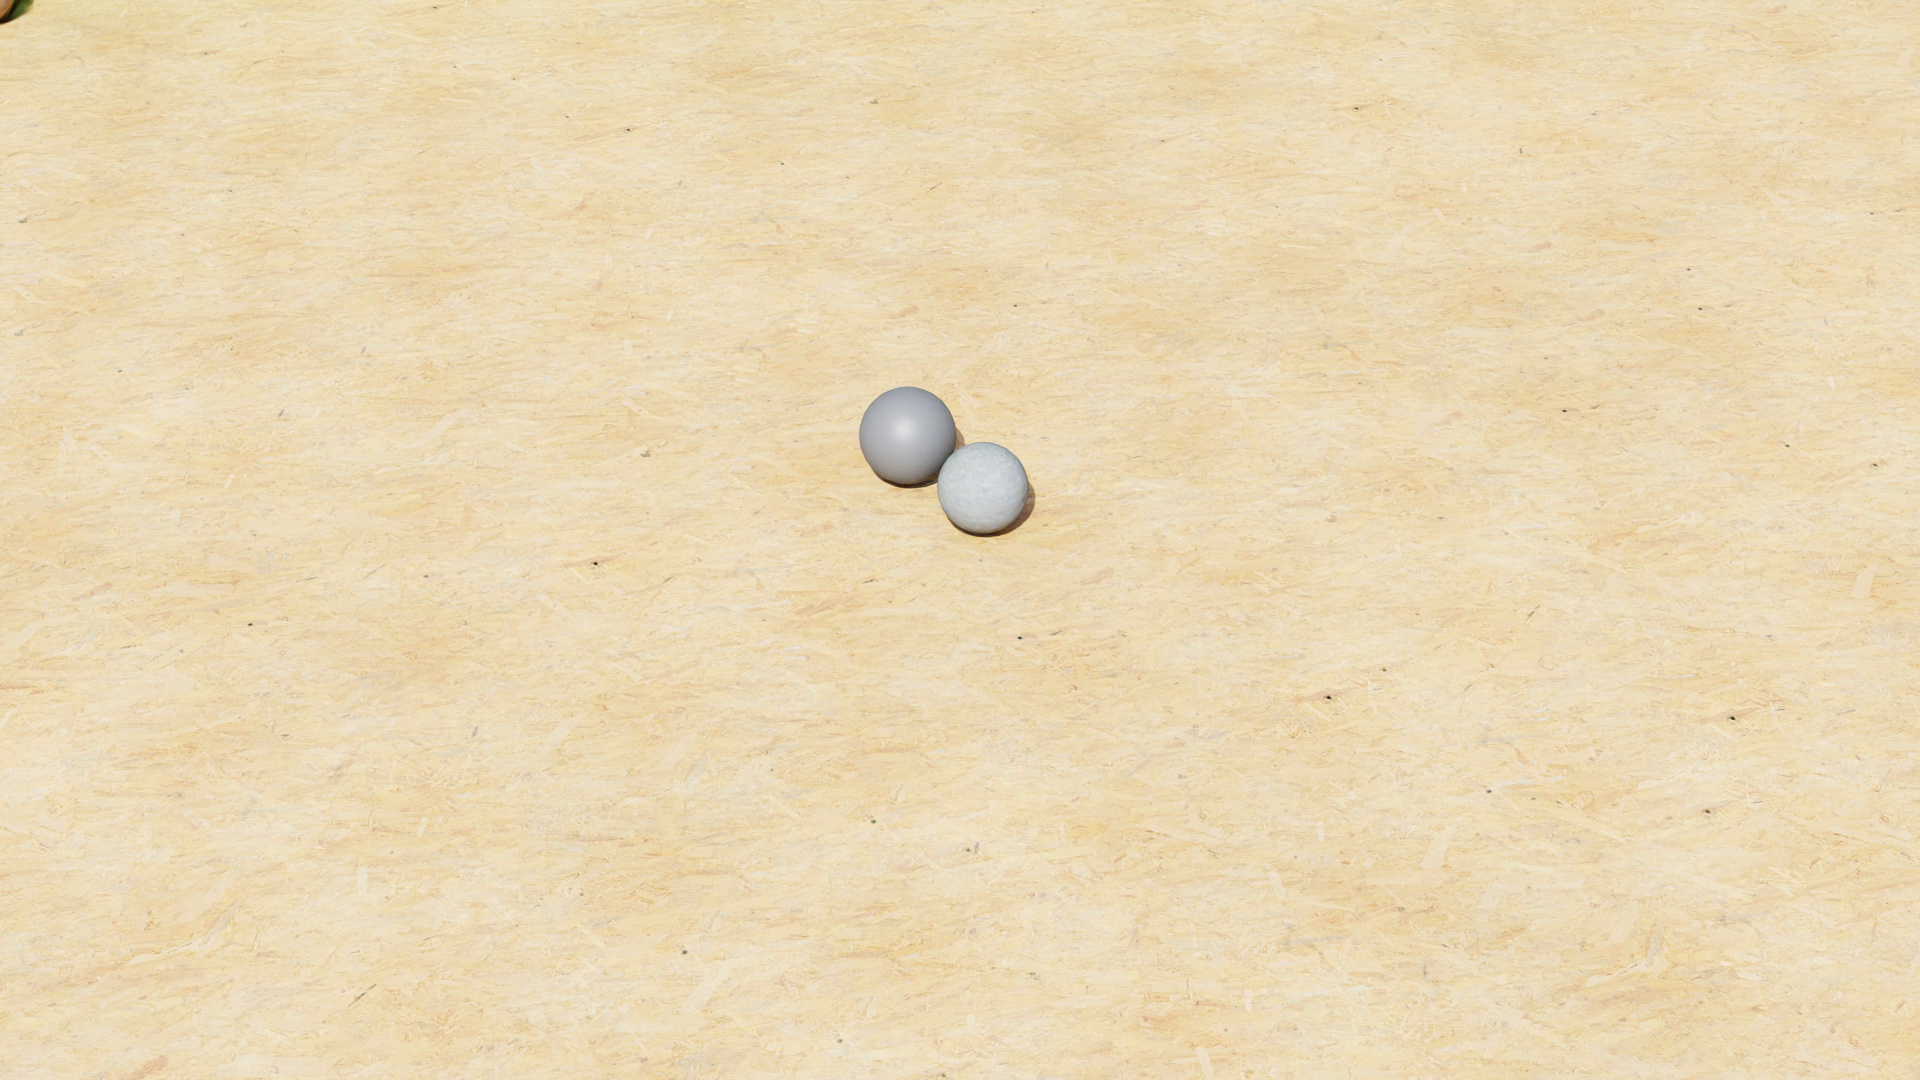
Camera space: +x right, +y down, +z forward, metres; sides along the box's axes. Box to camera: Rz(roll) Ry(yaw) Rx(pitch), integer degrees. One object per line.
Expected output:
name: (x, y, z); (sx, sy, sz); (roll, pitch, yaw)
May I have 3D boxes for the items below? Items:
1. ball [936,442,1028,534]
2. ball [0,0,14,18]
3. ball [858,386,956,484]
ball: (0.014, -0.032, 1.558); (0.056, 0.056, 0.056); (0, 37, 0)
ball: (-0.810, -0.454, 2.128); (0.048, 0.048, 0.048); (0, 37, 0)
ball: (-0.033, -0.065, 1.598); (0.061, 0.061, 0.061); (0, 37, 0)
